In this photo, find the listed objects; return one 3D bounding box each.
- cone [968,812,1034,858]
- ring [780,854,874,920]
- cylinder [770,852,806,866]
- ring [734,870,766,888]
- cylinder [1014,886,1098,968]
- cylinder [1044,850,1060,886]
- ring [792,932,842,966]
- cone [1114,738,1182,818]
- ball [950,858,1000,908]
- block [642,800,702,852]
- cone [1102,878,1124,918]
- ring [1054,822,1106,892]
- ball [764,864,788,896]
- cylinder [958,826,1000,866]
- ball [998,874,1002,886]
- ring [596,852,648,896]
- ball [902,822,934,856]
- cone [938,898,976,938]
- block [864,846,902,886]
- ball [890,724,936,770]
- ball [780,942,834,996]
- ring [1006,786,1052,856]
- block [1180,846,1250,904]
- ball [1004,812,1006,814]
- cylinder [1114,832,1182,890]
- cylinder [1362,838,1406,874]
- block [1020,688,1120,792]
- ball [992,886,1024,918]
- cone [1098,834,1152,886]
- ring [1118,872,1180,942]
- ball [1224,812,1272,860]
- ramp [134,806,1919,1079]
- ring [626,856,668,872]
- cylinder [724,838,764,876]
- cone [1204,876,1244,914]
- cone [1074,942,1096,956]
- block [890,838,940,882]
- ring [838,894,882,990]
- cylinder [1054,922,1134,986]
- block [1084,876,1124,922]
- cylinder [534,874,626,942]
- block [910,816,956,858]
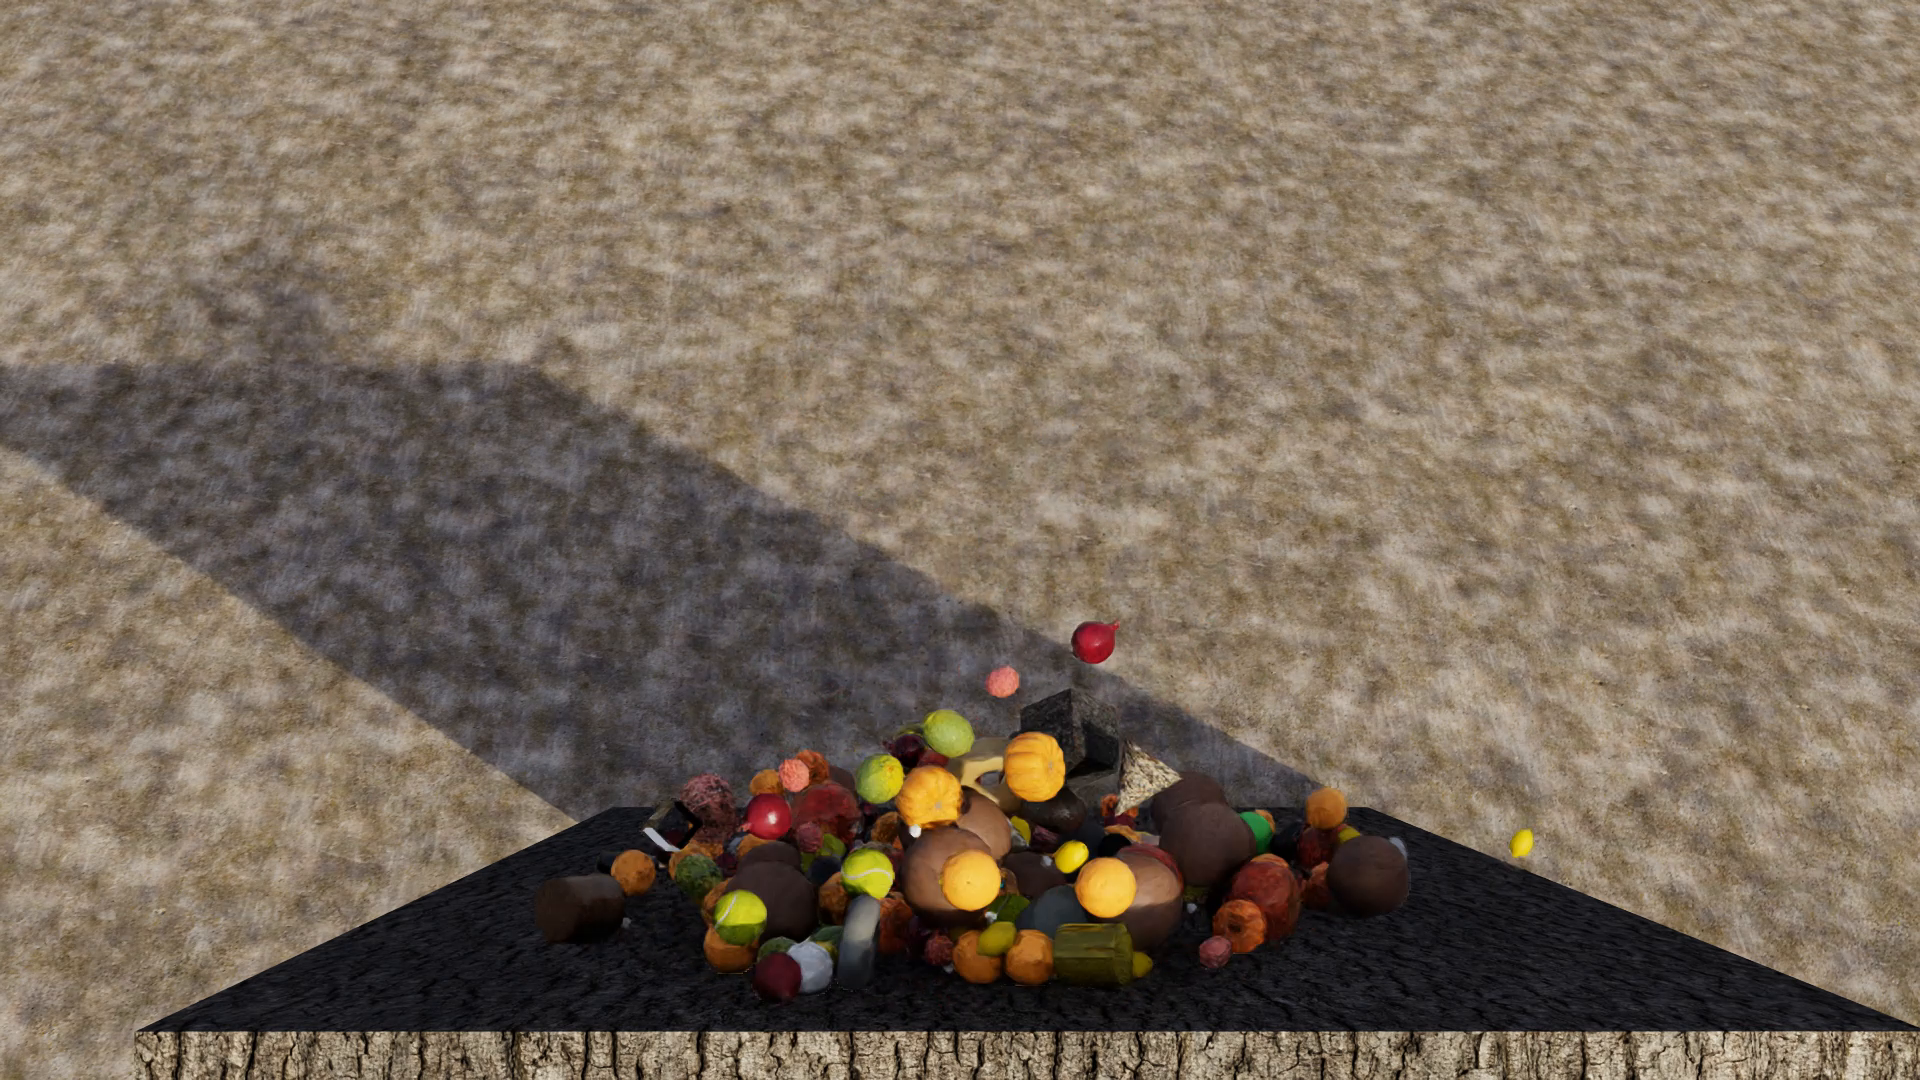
[{"bbox_3d":[0.072,0.443,3.848,0.086,0.086,0.086,19,40,27],"label":"cone"},{"bbox_3d":[-0.210,0.546,4.099,0.148,0.049,0.148,6,24,-3],"label":"ring"},{"bbox_3d":[-0.293,0.583,4.573,0.063,0.063,0.063,-31,17,-35],"label":"cylinder"},{"bbox_3d":[-0.363,0.602,4.624,0.080,0.027,0.080,4,-8,1],"label":"ring"},{"bbox_3d":[0.127,0.513,3.448,0.090,0.090,0.090,6,67,-15],"label":"cylinder"},{"bbox_3d":[0.195,0.561,4.529,0.071,0.071,0.071,18,48,-21],"label":"cylinder"},{"bbox_3d":[-0.177,0.554,3.523,0.107,0.036,0.107,-4,-1,0],"label":"ring"},{"bbox_3d":[0.223,0.318,3.331,0.092,0.092,0.092,31,86,35],"label":"cone"},{"bbox_3d":[0.025,0.562,4.259,0.081,0.081,0.081,0,36,0],"label":"ball"},{"bbox_3d":[-0.429,0.426,3.868,0.054,0.054,0.054,-52,19,-26],"label":"block"},{"bbox_3d":[0.236,0.539,3.999,0.060,0.060,0.060,-39,18,15],"label":"cone"},{"bbox_3d":[0.178,0.468,3.827,0.037,0.110,0.110,22,26,-30],"label":"ring"},{"bbox_3d":[-0.309,0.583,4.464,0.055,0.055,0.055,0,36,0],"label":"ball"},{"bbox_3d":[0.034,0.543,4.570,0.059,0.059,0.059,-18,35,13],"label":"cylinder"},{"bbox_3d":[0.041,0.579,4.390,0.058,0.058,0.058,0,36,0],"label":"ball"},{"bbox_3d":[-0.569,0.564,4.389,0.101,0.101,0.034,23,64,28],"label":"ring"},{"bbox_3d":[-0.076,0.539,4.673,0.061,0.061,0.061,0,36,0],"label":"ball"},{"bbox_3d":[-0.001,0.552,3.814,0.056,0.056,0.056,8,-8,1],"label":"cone"},{"bbox_3d":[-0.138,0.586,4.675,0.064,0.064,0.064,0,-4,2],"label":"block"},{"bbox_3d":[-0.090,0.397,5.002,0.090,0.090,0.090,0,36,0],"label":"ball"},{"bbox_3d":[-0.188,0.527,3.199,0.066,0.066,0.066,0,36,0],"label":"ball"},{"bbox_3d":[0.110,0.478,4.423,0.043,0.128,0.128,29,32,-18],"label":"ring"},{"bbox_3d":[0.429,0.564,4.375,0.086,0.086,0.086,-2,-3,38],"label":"block"},{"bbox_3d":[0.065,0.452,4.596,0.081,0.081,0.081,0,36,0],"label":"ball"},{"bbox_3d":[0.297,0.528,4.223,0.099,0.099,0.099,9,35,-12],"label":"cylinder"},{"bbox_3d":[0.734,0.546,4.497,0.056,0.056,0.056,-8,37,-21],"label":"cylinder"},{"bbox_3d":[0.147,0.267,3.477,0.092,0.092,0.092,-26,53,36],"label":"block"},{"bbox_3d":[0.076,0.570,4.091,0.051,0.051,0.051,0,36,0],"label":"ball"},{"bbox_3d":[0.255,0.456,3.774,0.078,0.078,0.078,32,28,36],"label":"cone"},{"bbox_3d":[0.254,0.493,3.496,0.093,0.031,0.093,9,71,-27],"label":"ring"},{"bbox_3d":[0.575,0.590,5.187,0.096,0.096,0.096,0,36,0],"label":"ball"},{"bbox_3d":[0.080,0.678,4.894,2.000,0.100,4.000,0,-2,0],"label":"ramp"},{"bbox_3d":[-0.596,0.616,4.940,0.087,0.029,0.087,0,-4,0],"label":"ring"},{"bbox_3d":[-0.392,0.580,4.728,0.070,0.070,0.070,-6,1,-8],"label":"cylinder"},{"bbox_3d":[0.402,0.566,4.074,0.061,0.061,0.061,-30,14,42],"label":"cone"},{"bbox_3d":[0.153,0.538,3.642,0.078,0.078,0.078,0,-2,0],"label":"cone"},{"bbox_3d":[-0.081,0.583,4.740,0.074,0.074,0.074,0,-4,14],"label":"block"},{"bbox_3d":[-0.125,0.502,3.246,0.040,0.120,0.120,9,37,5],"label":"ring"},{"bbox_3d":[0.168,0.521,3.270,0.079,0.079,0.079,-4,33,22],"label":"cylinder"},{"bbox_3d":[0.208,0.539,3.848,0.061,0.061,0.061,-1,19,-10],"label":"block"},{"bbox_3d":[-0.556,0.538,3.807,0.093,0.093,0.093,32,18,36],"label":"cylinder"},{"bbox_3d":[-0.056,0.592,5.172,0.067,0.067,0.067,15,67,-24],"label":"block"}]
